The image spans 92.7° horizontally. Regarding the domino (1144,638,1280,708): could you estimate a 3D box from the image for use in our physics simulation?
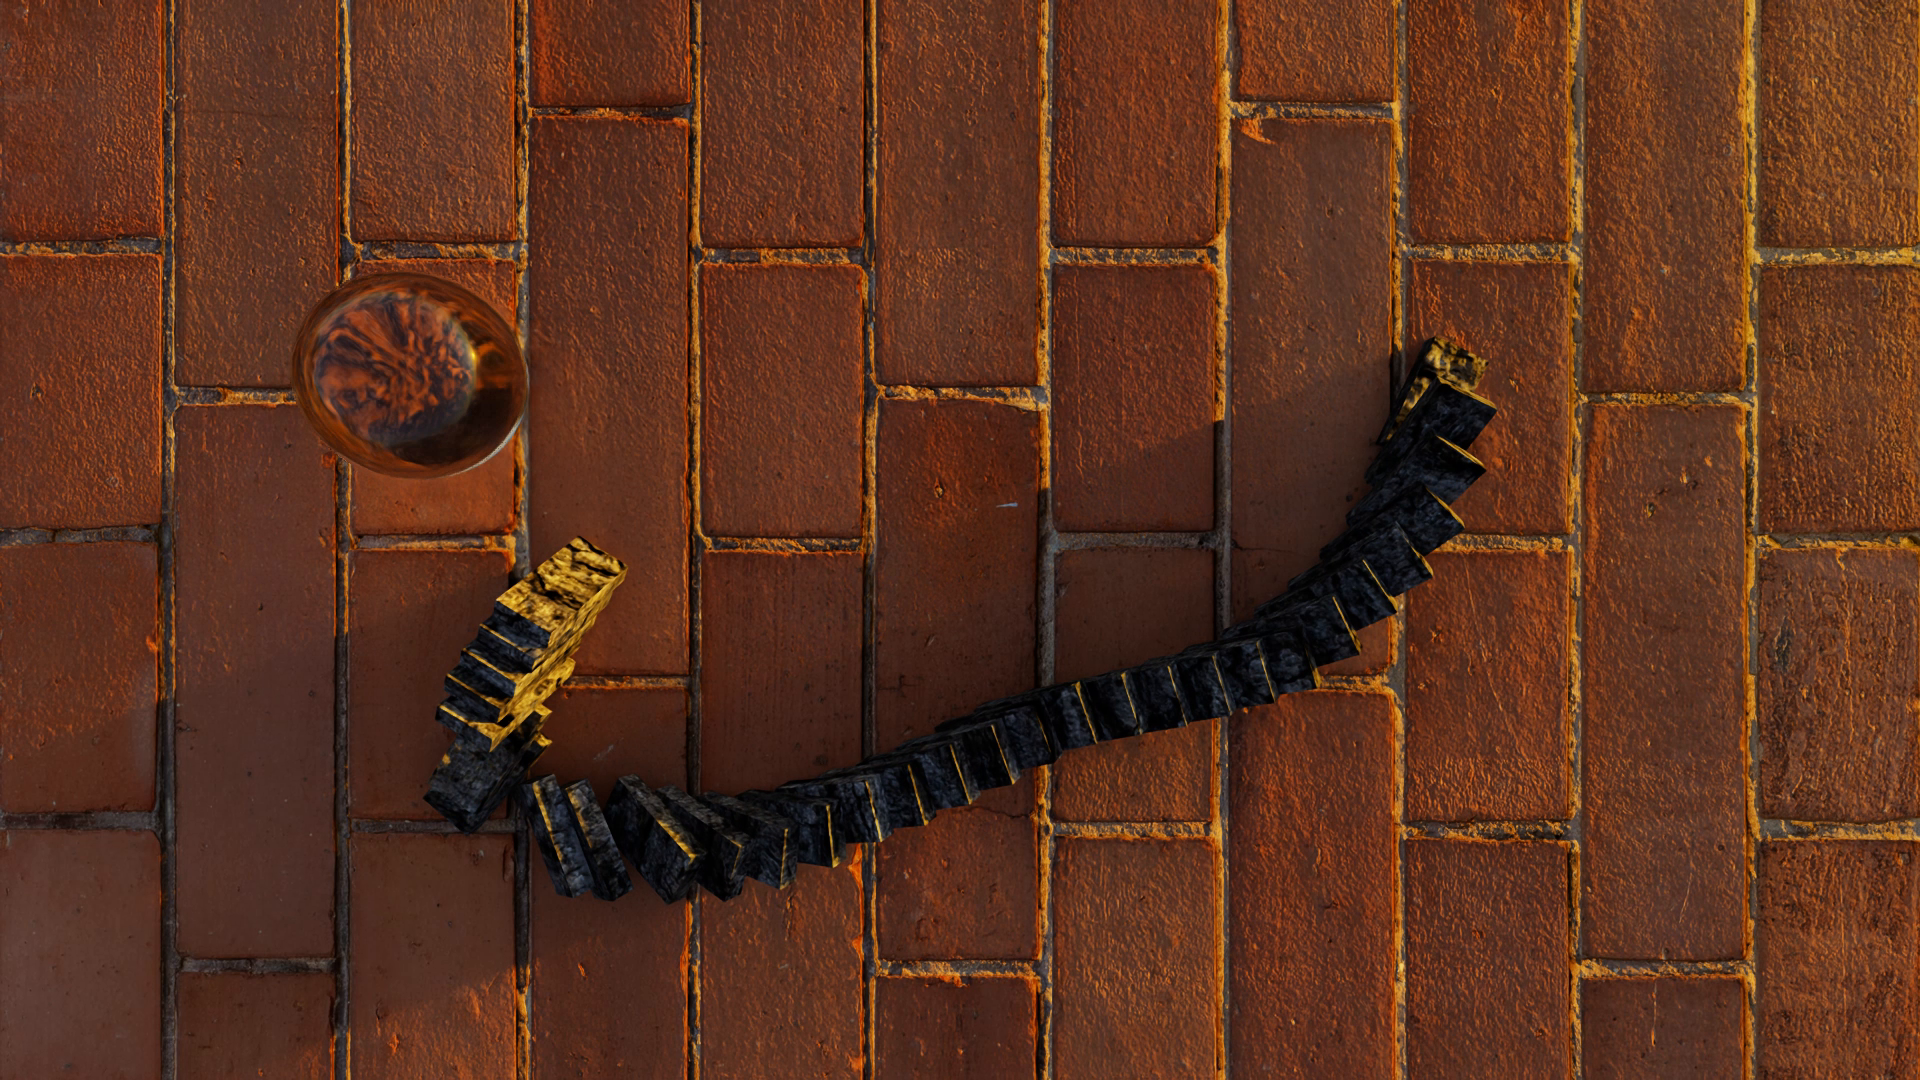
[{"bbox_3d":[0.104,0.058,0.383,0.050,0.010,0.025,-17,90,33],"label":"domino"}]

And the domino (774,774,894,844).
[{"bbox_3d":[-0.053,0.113,0.383,0.050,0.010,0.025,-13,91,31],"label":"domino"}]

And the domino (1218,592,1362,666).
[{"bbox_3d":[0.137,0.042,0.382,0.050,0.010,0.025,-25,90,33],"label":"domino"}]

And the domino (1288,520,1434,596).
[{"bbox_3d":[0.167,0.016,0.383,0.050,0.010,0.025,-36,90,30],"label":"domino"}]

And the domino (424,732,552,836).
[{"bbox_3d":[-0.204,0.099,0.395,0.025,0.009,0.050,41,90,0],"label":"domino"}]

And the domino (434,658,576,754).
[{"bbox_3d":[-0.186,0.061,0.377,0.025,0.050,0.010,32,126,0],"label":"domino"}]

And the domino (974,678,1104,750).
[{"bbox_3d":[0.032,0.076,0.383,0.050,0.009,0.025,-20,90,31],"label":"domino"}]

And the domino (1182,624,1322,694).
[{"bbox_3d":[0.121,0.053,0.382,0.050,0.010,0.025,-17,91,33],"label":"domino"}]

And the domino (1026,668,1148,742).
[{"bbox_3d":[0.050,0.072,0.383,0.050,0.009,0.025,-18,90,31],"label":"domino"}]

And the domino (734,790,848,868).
[{"bbox_3d":[-0.071,0.120,0.383,0.050,0.010,0.025,-4,93,31],"label":"domino"}]

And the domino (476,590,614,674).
[{"bbox_3d":[-0.169,0.030,0.377,0.025,0.050,0.009,32,126,0],"label":"domino"}]

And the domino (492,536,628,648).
[{"bbox_3d":[-0.163,0.020,0.377,0.025,0.050,0.009,31,126,0],"label":"domino"}]

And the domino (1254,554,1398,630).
[{"bbox_3d":[0.152,0.029,0.383,0.050,0.009,0.025,-34,90,31],"label":"domino"}]

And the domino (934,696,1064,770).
[{"bbox_3d":[0.016,0.084,0.383,0.050,0.009,0.025,-20,90,31],"label":"domino"}]

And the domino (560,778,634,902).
[{"bbox_3d":[-0.156,0.127,0.387,0.010,0.025,0.050,-23,90,-41],"label":"domino"}]

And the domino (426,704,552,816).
[{"bbox_3d":[-0.198,0.087,0.386,0.025,0.010,0.050,33,90,0],"label":"domino"}]

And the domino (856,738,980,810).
[{"bbox_3d":[-0.018,0.100,0.383,0.050,0.010,0.025,-19,90,31],"label":"domino"}]

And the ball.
[{"bbox_3d":[-0.213,-0.064,0.360,0.080,0.080,0.080,0,90,0],"label":"ball"}]

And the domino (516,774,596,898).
[{"bbox_3d":[-0.171,0.125,0.387,0.010,0.025,0.050,-20,90,-41],"label":"domino"}]

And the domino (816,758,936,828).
[{"bbox_3d":[-0.036,0.107,0.383,0.050,0.009,0.025,-16,90,31],"label":"domino"}]

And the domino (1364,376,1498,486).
[{"bbox_3d":[0.195,-0.040,0.382,0.025,0.009,0.050,26,121,0],"label":"domino"}]

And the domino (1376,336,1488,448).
[{"bbox_3d":[0.203,-0.059,0.395,0.025,0.009,0.050,26,90,0],"label":"domino"}]

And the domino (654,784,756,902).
[{"bbox_3d":[-0.110,0.126,0.382,0.050,0.010,0.025,22,101,28],"label":"domino"}]

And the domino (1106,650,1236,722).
[{"bbox_3d":[0.086,0.064,0.383,0.050,0.010,0.025,-17,90,32],"label":"domino"}]

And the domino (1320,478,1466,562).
[{"bbox_3d":[0.180,0.000,0.383,0.025,0.010,0.050,46,120,0],"label":"domino"}]

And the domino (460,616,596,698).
[{"bbox_3d":[-0.176,0.040,0.377,0.025,0.050,0.009,32,126,0],"label":"domino"}]

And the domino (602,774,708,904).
[{"bbox_3d":[-0.129,0.124,0.382,0.050,0.010,0.025,36,107,25],"label":"domino"}]

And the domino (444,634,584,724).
[{"bbox_3d":[-0.182,0.050,0.377,0.025,0.050,0.010,32,126,0],"label":"domino"}]

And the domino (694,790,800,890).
[{"bbox_3d":[-0.090,0.124,0.382,0.050,0.010,0.025,9,96,30],"label":"domino"}]

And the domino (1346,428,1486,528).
[{"bbox_3d":[0.189,-0.019,0.383,0.025,0.010,0.050,35,121,0],"label":"domino"}]

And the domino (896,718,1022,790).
[{"bbox_3d":[-0.001,0.093,0.383,0.050,0.009,0.025,-20,90,31],"label":"domino"}]

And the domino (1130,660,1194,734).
[{"bbox_3d":[0.069,0.068,0.383,0.050,0.009,0.025,-18,90,32],"label":"domino"}]
